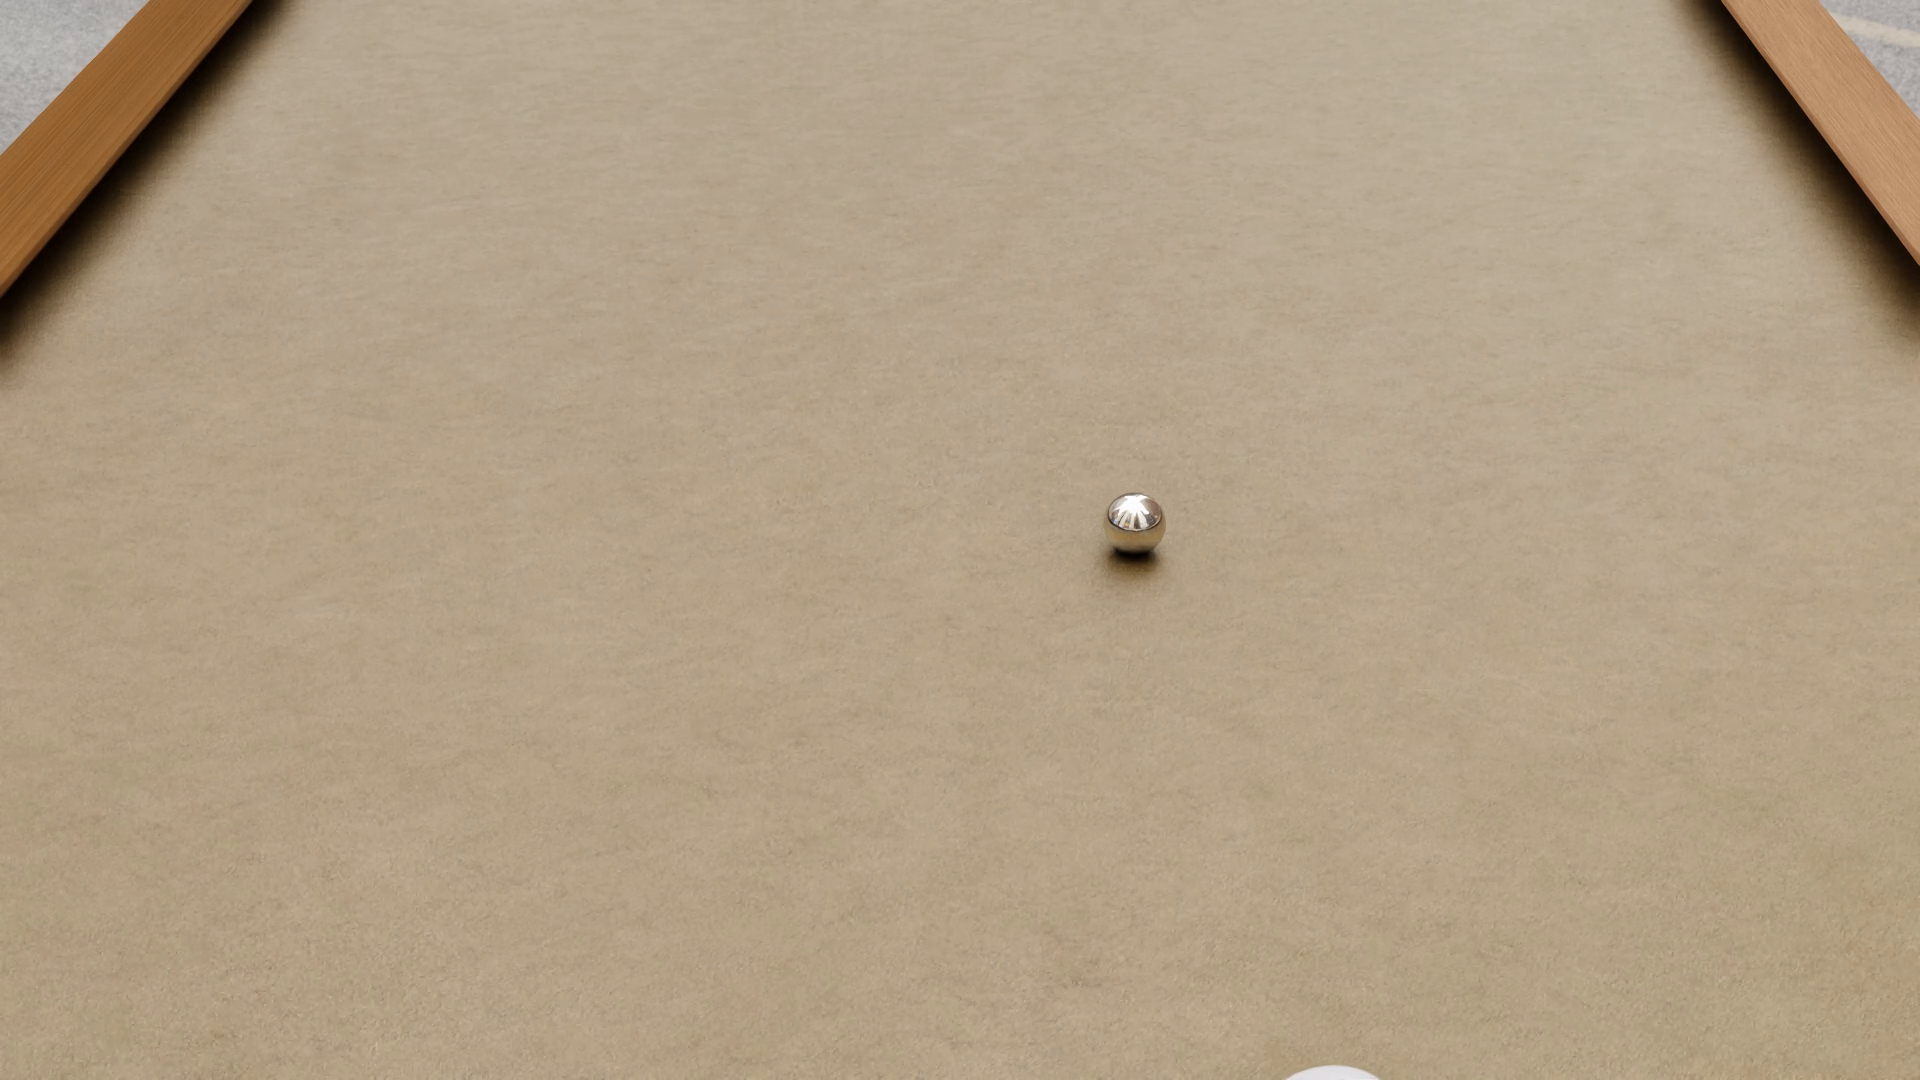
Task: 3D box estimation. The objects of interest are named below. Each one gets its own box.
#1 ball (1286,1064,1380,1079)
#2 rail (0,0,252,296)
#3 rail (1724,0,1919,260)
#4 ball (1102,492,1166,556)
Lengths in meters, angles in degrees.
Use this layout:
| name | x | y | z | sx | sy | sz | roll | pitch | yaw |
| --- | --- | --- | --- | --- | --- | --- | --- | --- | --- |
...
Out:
| name | x | y | z | sx | sy | sz | roll | pitch | yaw |
| --- | --- | --- | --- | --- | --- | --- | --- | --- | --- |
| ball | 0.167 | 0.273 | 1.311 | 0.078 | 0.078 | 0.078 | 0 | 26 | 0 |
| rail | -0.736 | -0.339 | 2.517 | 0.045 | 0.102 | 2.833 | 1 | 26 | 1 |
| rail | 0.767 | -0.324 | 2.487 | 0.045 | 0.102 | 2.833 | 1 | 26 | 1 |
| ball | 0.114 | -0.011 | 1.924 | 0.042 | 0.042 | 0.042 | 0 | 26 | 0 |
